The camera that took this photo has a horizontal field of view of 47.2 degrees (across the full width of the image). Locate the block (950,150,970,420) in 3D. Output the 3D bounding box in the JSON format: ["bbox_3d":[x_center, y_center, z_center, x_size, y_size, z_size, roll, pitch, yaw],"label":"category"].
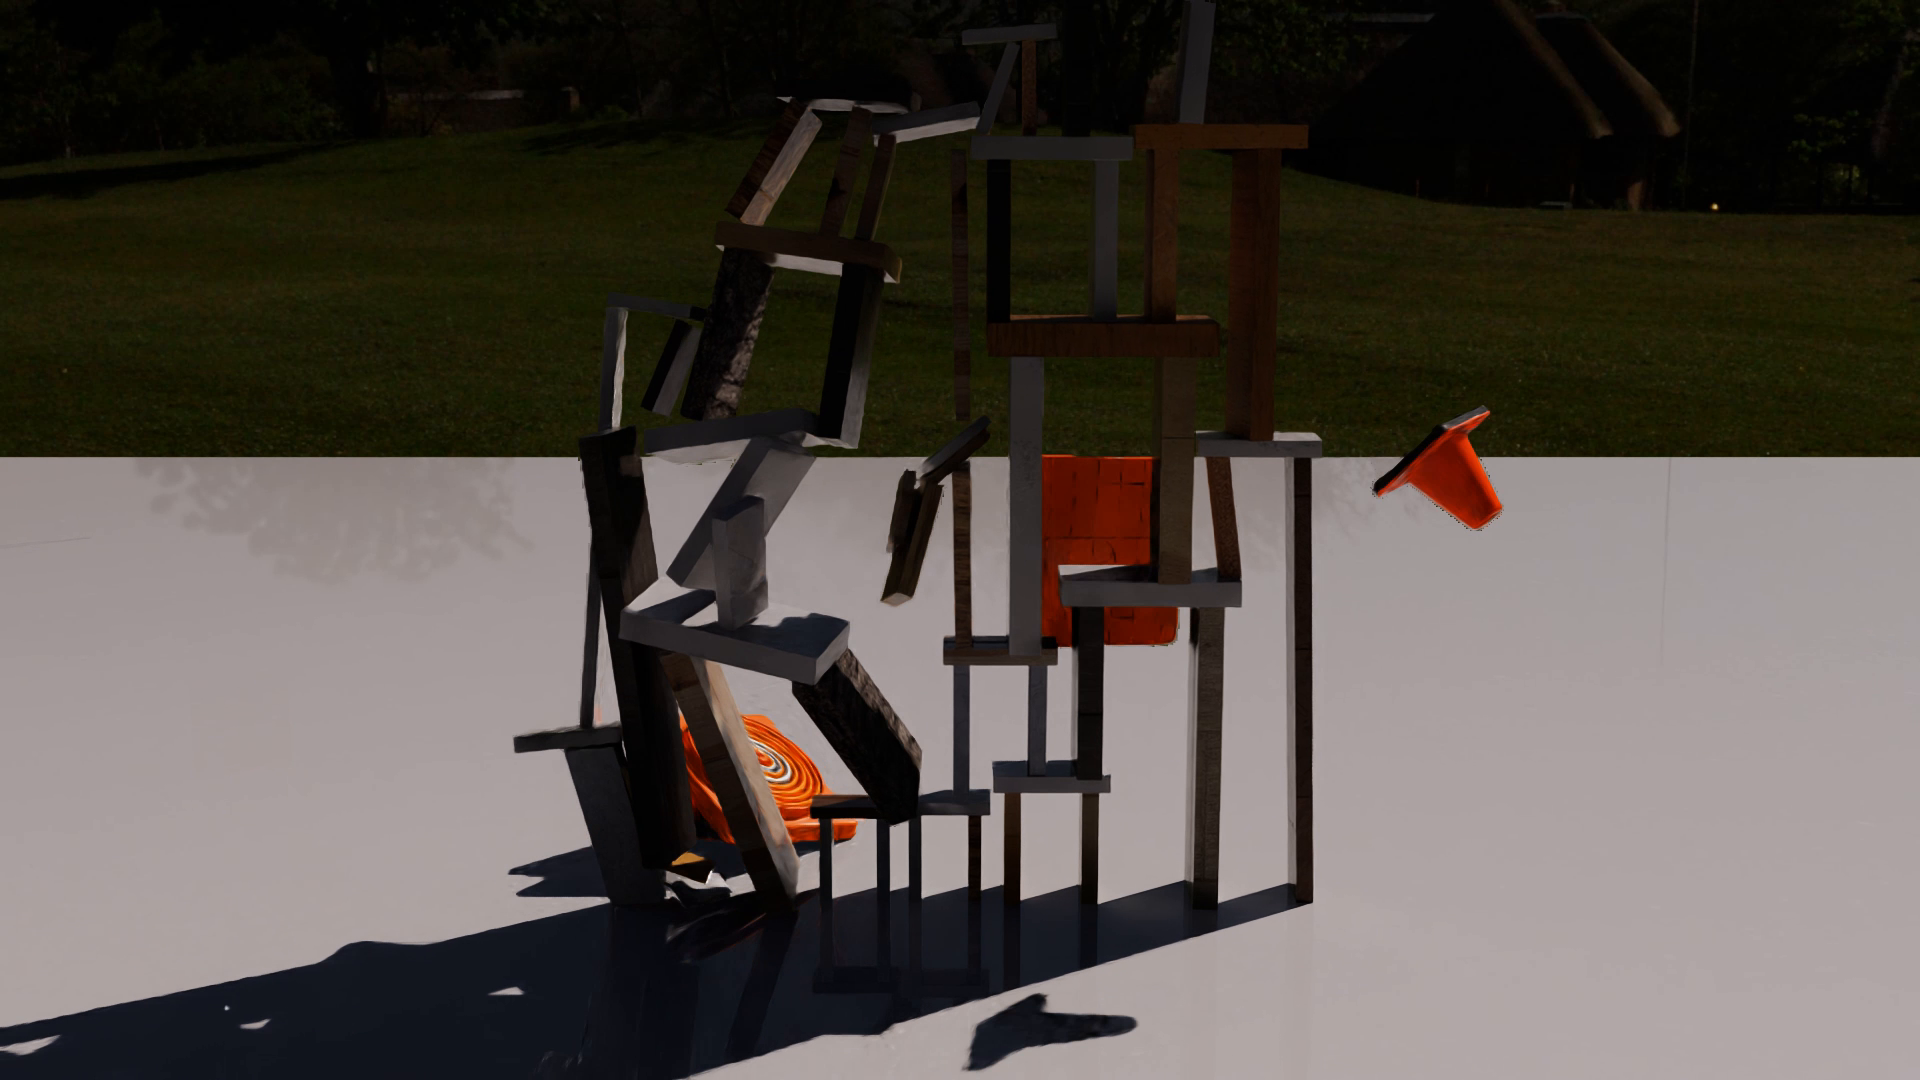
[{"bbox_3d":[0.001,-0.401,3.480,0.024,0.422,0.085,-1,3,0],"label":"block"}]

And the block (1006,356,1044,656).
[{"bbox_3d":[0.103,-0.066,3.536,0.051,0.475,0.180,0,10,0],"label":"block"}]

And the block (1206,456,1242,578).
[{"bbox_3d":[0.426,-0.044,3.554,0.028,0.195,0.098,-7,11,1],"label":"block"}]

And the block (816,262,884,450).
[{"bbox_3d":[-0.170,-0.283,3.411,0.038,0.269,0.135,8,-3,9],"label":"block"}]

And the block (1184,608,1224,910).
[{"bbox_3d":[0.401,0.342,3.620,0.041,0.505,0.144,0,11,0],"label":"block"}]

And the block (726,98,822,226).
[{"bbox_3d":[-0.291,-0.587,3.453,0.029,0.204,0.102,31,1,11],"label":"block"}]

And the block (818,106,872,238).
[{"bbox_3d":[-0.179,-0.566,3.434,0.029,0.204,0.102,15,-2,-1],"label":"block"}]

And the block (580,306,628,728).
[{"bbox_3d":[-0.572,-0.037,3.533,0.021,0.670,0.074,4,2,1],"label":"block"}]

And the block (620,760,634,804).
[{"bbox_3d":[-0.497,0.420,3.574,0.025,0.180,0.090,-7,26,18],"label":"block"}]

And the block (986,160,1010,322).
[{"bbox_3d":[0.060,-0.475,3.470,0.035,0.249,0.125,0,10,-1],"label":"block"}]

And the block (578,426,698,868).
[{"bbox_3d":[-0.508,0.169,3.488,0.037,0.690,0.131,-4,9,18],"label":"block"}]

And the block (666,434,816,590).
[{"bbox_3d":[-0.339,-0.039,3.407,0.037,0.261,0.131,41,15,25],"label":"block"}]

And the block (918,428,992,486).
[{"bbox_3d":[-0.009,-0.131,3.525,0.122,0.017,0.061,-42,11,-24],"label":"block"}]

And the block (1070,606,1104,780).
[{"bbox_3d":[0.208,0.234,3.600,0.041,0.287,0.144,0,10,-1],"label":"block"}]

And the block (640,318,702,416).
[{"bbox_3d":[-0.452,-0.271,3.468,0.021,0.149,0.074,24,2,14],"label":"block"}]

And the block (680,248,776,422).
[{"bbox_3d":[-0.364,-0.312,3.452,0.038,0.269,0.135,15,-1,15],"label":"block"}]

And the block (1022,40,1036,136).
[{"bbox_3d":[0.107,-0.703,3.425,0.021,0.146,0.073,-1,10,0],"label":"block"}]

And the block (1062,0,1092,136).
[{"bbox_3d":[0.181,-0.770,3.415,0.037,0.282,0.131,0,10,-1],"label":"block"}]

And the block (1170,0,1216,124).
[{"bbox_3d":[0.366,-0.780,3.413,0.037,0.263,0.131,5,11,-1],"label":"block"}]

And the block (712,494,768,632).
[{"bbox_3d":[-0.333,0.035,3.342,0.027,0.187,0.094,15,30,28],"label":"block"}]

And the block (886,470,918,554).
[{"bbox_3d":[-0.093,-0.044,3.476,0.017,0.122,0.061,13,-17,-10],"label":"block"}]

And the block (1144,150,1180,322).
[{"bbox_3d":[0.317,-0.483,3.474,0.038,0.266,0.133,0,10,-1],"label":"block"}]

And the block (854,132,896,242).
[{"bbox_3d":[-0.132,-0.542,3.442,0.024,0.170,0.085,14,-7,0],"label":"block"}]

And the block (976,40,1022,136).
[{"bbox_3d":[0.060,-0.702,3.425,0.021,0.146,0.073,20,10,-2],"label":"block"}]

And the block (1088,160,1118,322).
[{"bbox_3d":[0.226,-0.474,3.472,0.035,0.249,0.125,0,10,-1],"label":"block"}]

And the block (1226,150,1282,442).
[{"bbox_3d":[0.464,-0.391,3.489,0.038,0.453,0.133,-2,11,-10],"label":"block"}]

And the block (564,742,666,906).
[{"bbox_3d":[-0.558,0.460,3.564,0.090,0.284,0.025,-7,19,20],"label":"block"}]

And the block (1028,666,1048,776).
[{"bbox_3d":[0.127,0.284,3.611,0.026,0.185,0.093,0,11,0],"label":"block"}]

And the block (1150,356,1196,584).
[{"bbox_3d":[0.341,-0.123,3.535,0.051,0.359,0.180,0,11,0],"label":"block"}]

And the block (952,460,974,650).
[{"bbox_3d":[0.005,0.023,3.553,0.027,0.291,0.094,0,14,2],"label":"block"}]

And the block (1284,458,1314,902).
[{"bbox_3d":[0.556,0.225,3.606,0.028,0.741,0.098,-2,11,0],"label":"block"}]
